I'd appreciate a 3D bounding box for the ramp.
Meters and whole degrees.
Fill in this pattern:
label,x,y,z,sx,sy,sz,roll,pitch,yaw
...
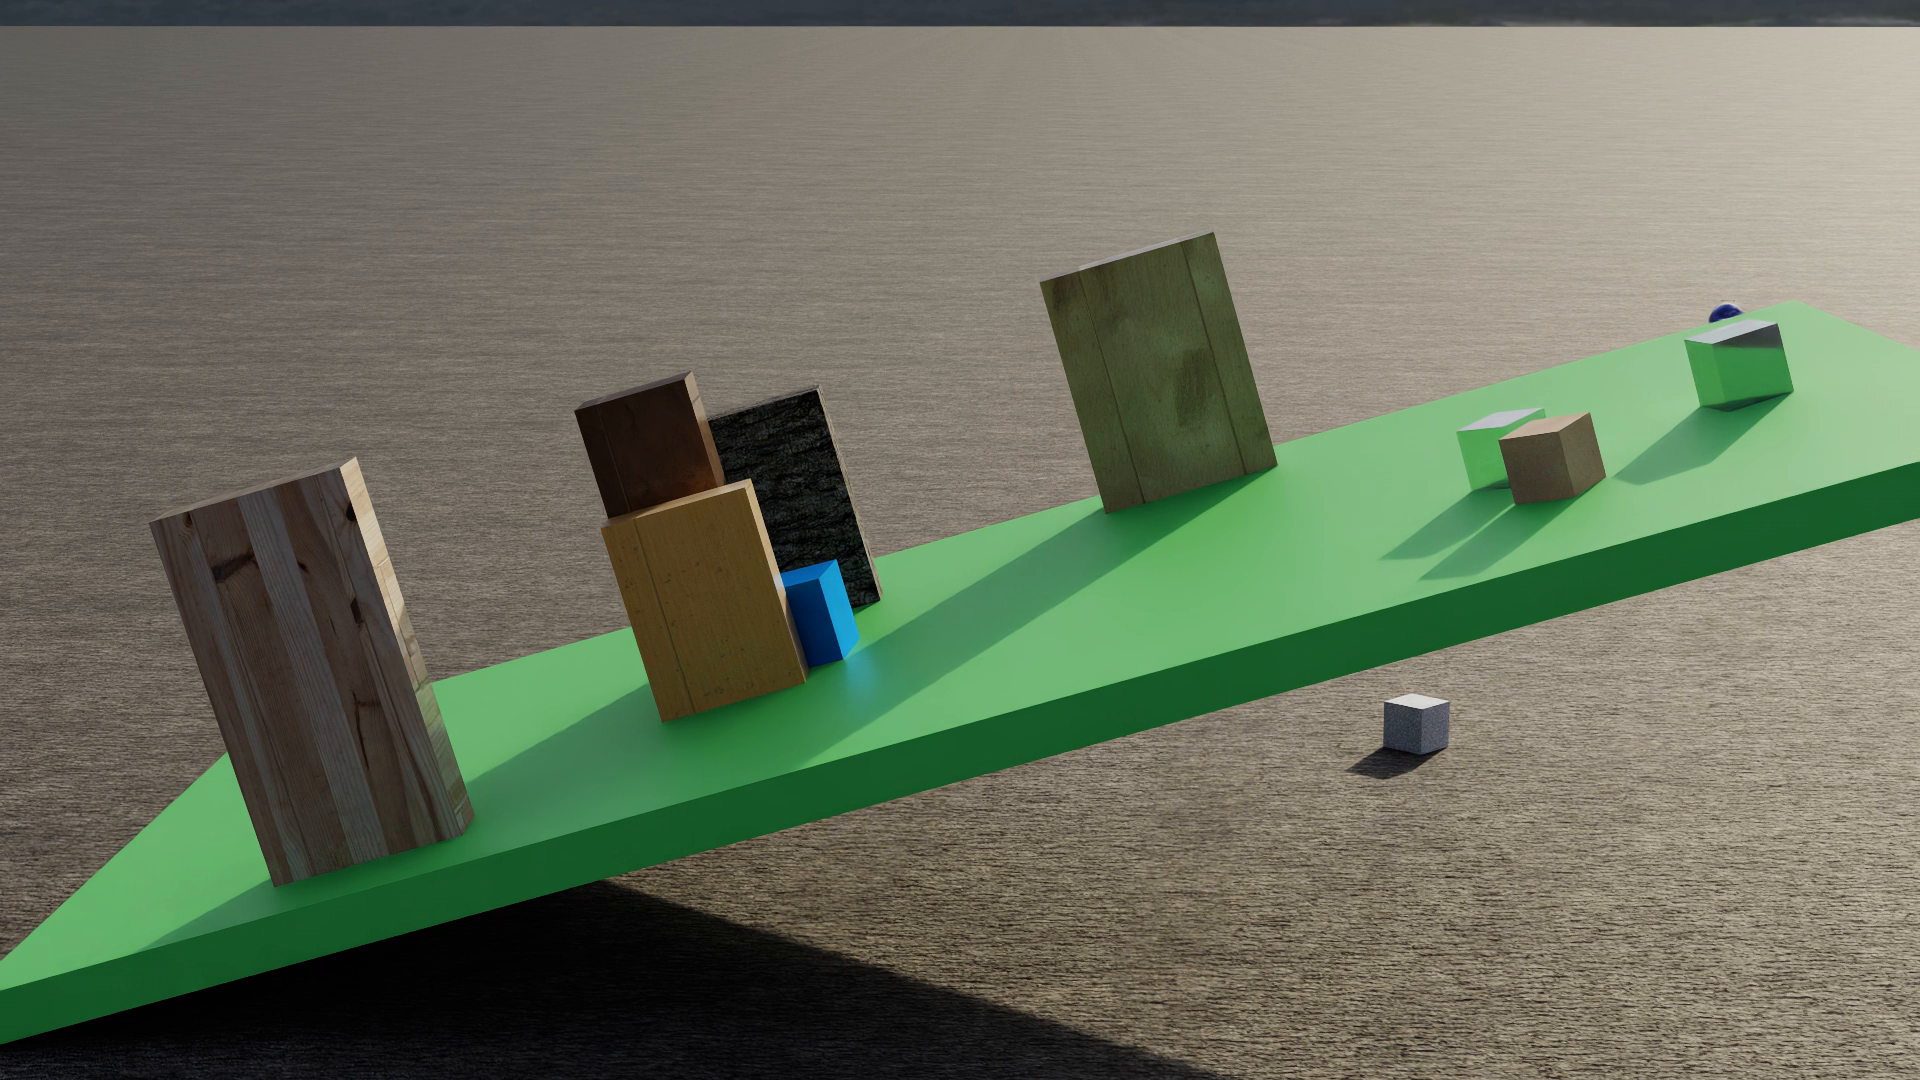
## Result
label,x,y,z,sx,sy,sz,roll,pitch,yaw
ramp,0.089,0.187,6.321,4.000,0.100,2.000,-16,10,5

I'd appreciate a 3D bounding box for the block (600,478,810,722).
label,x,y,z,sx,sy,sz,roll,pitch,yaw
block,-0.529,0.126,6.128,0.312,0.428,0.113,-16,10,5

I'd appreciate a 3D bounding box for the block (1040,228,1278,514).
label,x,y,z,sx,sy,sz,roll,pitch,yaw
block,0.471,-0.401,6.987,0.424,0.574,0.118,-16,10,5

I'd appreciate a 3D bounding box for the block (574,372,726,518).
label,x,y,z,sx,sy,sz,roll,pitch,yaw
block,-0.610,-0.013,6.372,0.246,0.652,0.140,-16,10,5

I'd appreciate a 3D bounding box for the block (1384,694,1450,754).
label,x,y,z,sx,sy,sz,roll,pitch,yaw
block,1.198,0.482,7.718,0.122,0.122,0.122,10,15,44

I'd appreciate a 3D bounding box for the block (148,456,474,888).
label,x,y,z,sx,sy,sz,roll,pitch,yaw
block,-1.240,0.255,5.652,0.382,0.743,0.130,-16,10,5

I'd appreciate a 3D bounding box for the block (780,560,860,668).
label,x,y,z,sx,sy,sz,roll,pitch,yaw
block,-0.343,0.169,6.309,0.181,0.181,0.181,-14,10,12

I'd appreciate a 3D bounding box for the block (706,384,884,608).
label,x,y,z,sx,sy,sz,roll,pitch,yaw
block,-0.418,-0.064,6.771,0.347,0.507,0.104,-16,10,5

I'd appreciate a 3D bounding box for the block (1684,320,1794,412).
label,x,y,z,sx,sy,sz,roll,pitch,yaw
block,1.624,-0.365,6.134,0.147,0.147,0.147,-18,10,-6

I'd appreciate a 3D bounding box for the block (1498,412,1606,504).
label,x,y,z,sx,sy,sz,roll,pitch,yaw
block,1.166,-0.161,5.788,0.134,0.134,0.134,-8,13,42

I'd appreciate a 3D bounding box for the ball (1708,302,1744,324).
label,x,y,z,sx,sy,sz,roll,pitch,yaw
ball,4.365,-1.248,16.733,0.202,0.202,0.202,0,11,0

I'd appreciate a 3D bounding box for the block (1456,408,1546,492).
label,x,y,z,sx,sy,sz,roll,pitch,yaw
block,1.120,-0.185,6.017,0.129,0.129,0.129,-24,12,-37
